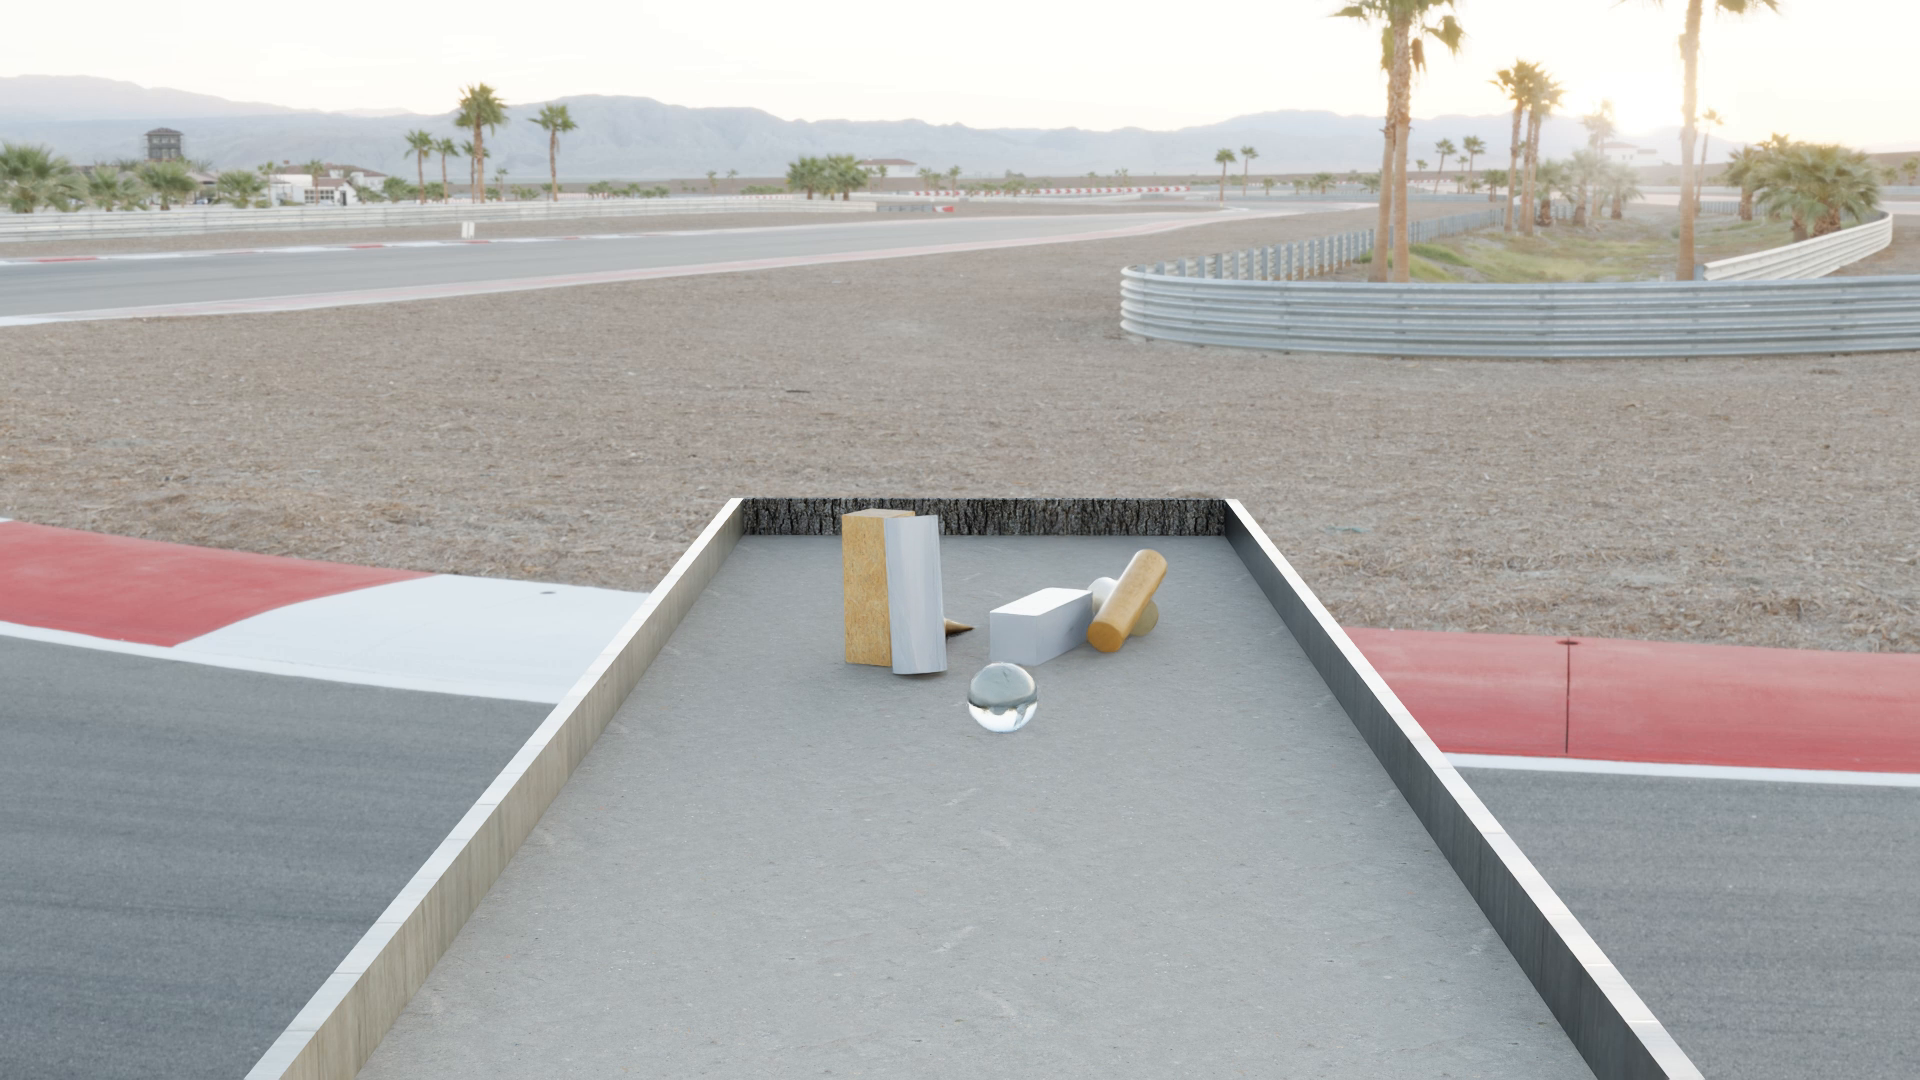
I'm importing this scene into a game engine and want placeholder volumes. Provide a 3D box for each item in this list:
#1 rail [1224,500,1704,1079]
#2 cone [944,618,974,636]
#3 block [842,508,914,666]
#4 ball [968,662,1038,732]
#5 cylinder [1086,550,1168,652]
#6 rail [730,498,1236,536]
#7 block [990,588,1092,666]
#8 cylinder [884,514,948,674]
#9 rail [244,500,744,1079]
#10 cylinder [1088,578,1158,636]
[{"bbox_3d":[1.046,0.843,3.208,0.050,0.150,12.000,0,9,1],"label":"rail"},{"bbox_3d":[-0.057,0.282,7.036,0.124,0.124,0.367,7,2,36],"label":"cone"},{"bbox_3d":[-0.242,0.141,6.668,0.160,0.450,0.160,4,10,30],"label":"block"},{"bbox_3d":[0.112,0.415,5.795,0.186,0.186,0.186,0,9,0],"label":"ball"},{"bbox_3d":[0.529,0.189,6.933,0.116,0.116,0.409,5,35,27],"label":"cylinder"},{"bbox_3d":[0.099,-0.098,9.147,2.100,0.150,0.050,0,9,1],"label":"rail"},{"bbox_3d":[0.257,0.266,6.838,0.154,0.154,0.452,4,10,25],"label":"block"},{"bbox_3d":[-0.132,0.159,6.489,0.161,0.457,0.161,-4,1,0],"label":"cylinder"},{"bbox_3d":[-1.004,0.839,3.234,0.050,0.150,12.000,0,9,1],"label":"rail"},{"bbox_3d":[0.530,0.217,7.225,0.130,0.130,0.356,-2,9,-15],"label":"cylinder"}]
